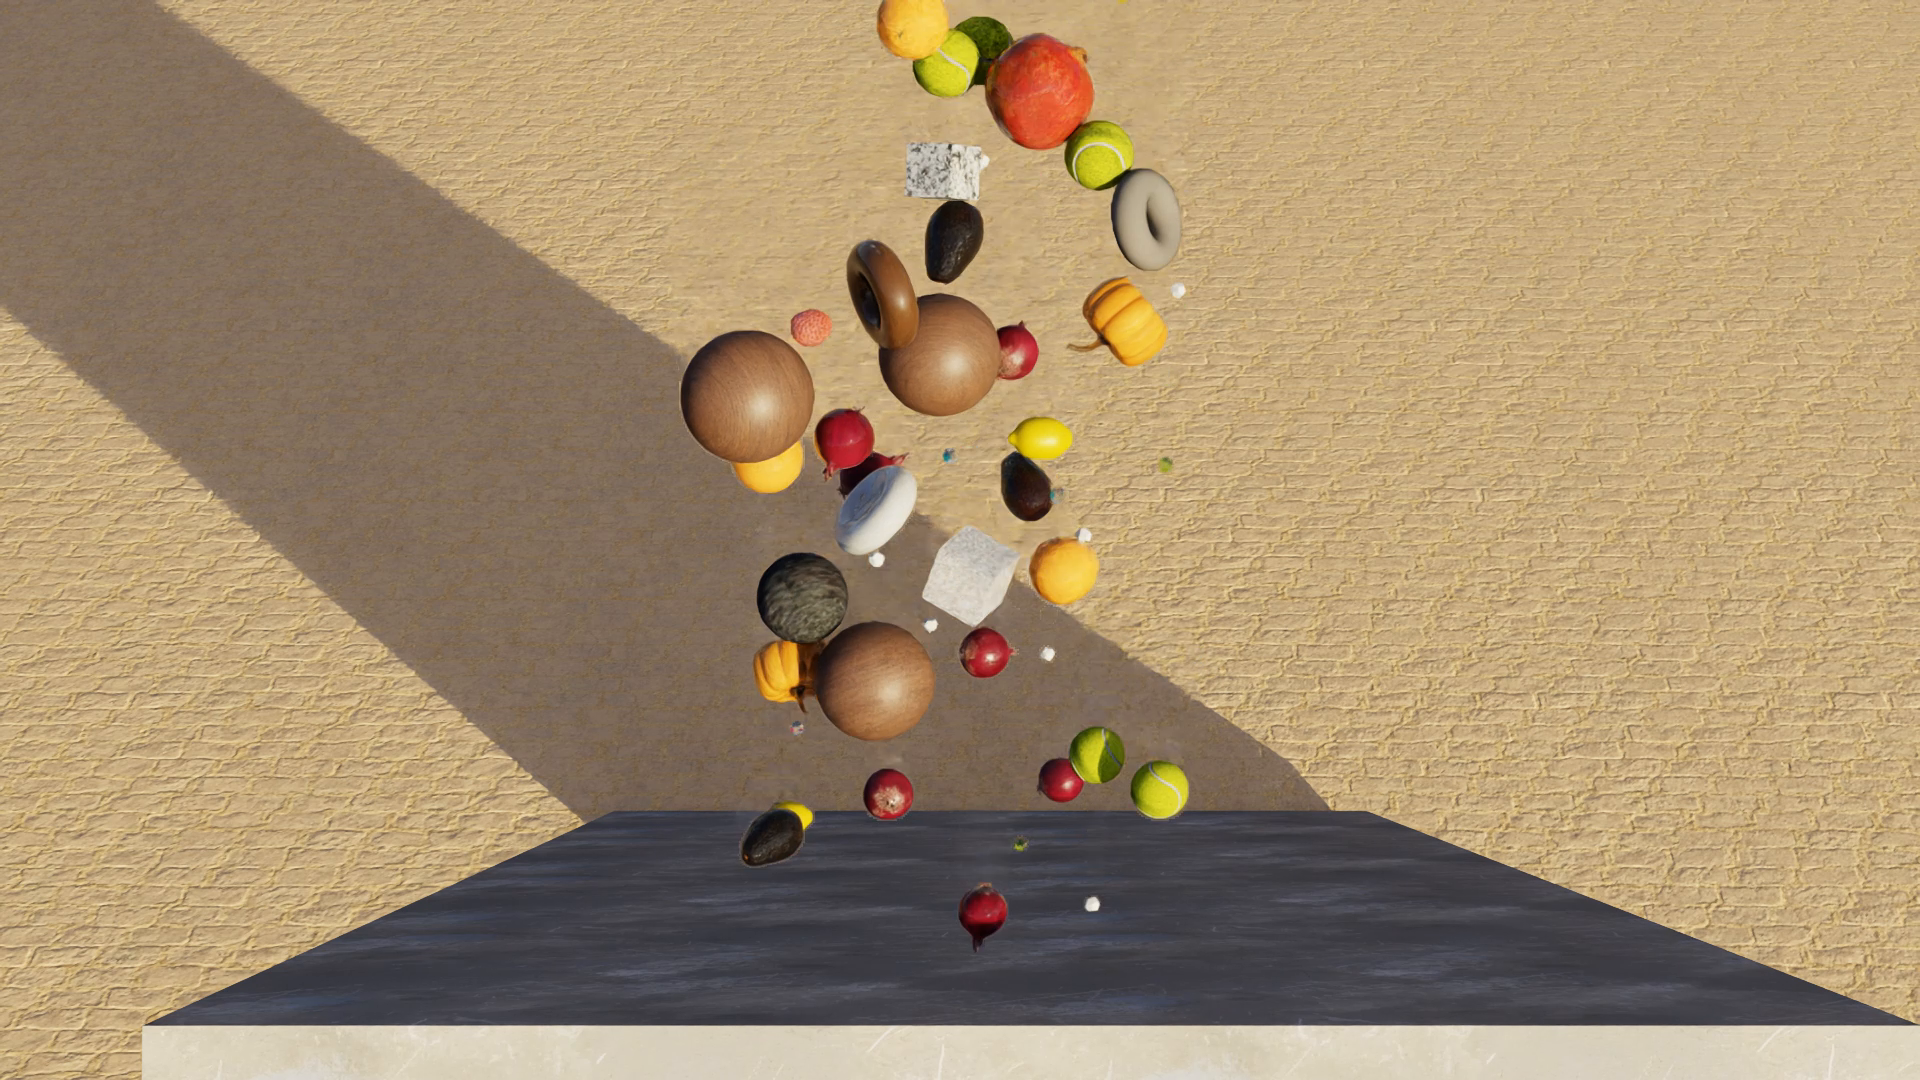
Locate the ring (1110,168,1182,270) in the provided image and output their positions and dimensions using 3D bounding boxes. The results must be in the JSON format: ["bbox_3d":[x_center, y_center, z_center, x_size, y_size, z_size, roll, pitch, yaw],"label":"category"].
[{"bbox_3d":[0.187,-0.321,2.608,0.035,0.104,0.104,-7,28,37],"label":"ring"}]

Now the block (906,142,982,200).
[{"bbox_3d":[-0.017,-0.382,2.697,0.055,0.055,0.055,7,6,33],"label":"block"}]

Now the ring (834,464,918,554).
[{"bbox_3d":[-0.090,-0.032,2.758,0.110,0.037,0.110,-38,27,24],"label":"ring"}]

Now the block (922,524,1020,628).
[{"bbox_3d":[0.013,0.043,3.091,0.074,0.074,0.074,30,34,14],"label":"block"}]

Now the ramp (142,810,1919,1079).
[{"bbox_3d":[0.081,0.683,4.920,2.000,0.100,4.000,0,-2,0],"label":"ramp"}]

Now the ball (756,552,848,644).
[{"bbox_3d":[-0.171,0.063,2.821,0.099,0.099,0.099,0,37,0],"label":"ball"}]

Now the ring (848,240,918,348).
[{"bbox_3d":[-0.078,-0.247,2.617,0.038,0.115,0.115,-22,42,-18],"label":"ring"}]
